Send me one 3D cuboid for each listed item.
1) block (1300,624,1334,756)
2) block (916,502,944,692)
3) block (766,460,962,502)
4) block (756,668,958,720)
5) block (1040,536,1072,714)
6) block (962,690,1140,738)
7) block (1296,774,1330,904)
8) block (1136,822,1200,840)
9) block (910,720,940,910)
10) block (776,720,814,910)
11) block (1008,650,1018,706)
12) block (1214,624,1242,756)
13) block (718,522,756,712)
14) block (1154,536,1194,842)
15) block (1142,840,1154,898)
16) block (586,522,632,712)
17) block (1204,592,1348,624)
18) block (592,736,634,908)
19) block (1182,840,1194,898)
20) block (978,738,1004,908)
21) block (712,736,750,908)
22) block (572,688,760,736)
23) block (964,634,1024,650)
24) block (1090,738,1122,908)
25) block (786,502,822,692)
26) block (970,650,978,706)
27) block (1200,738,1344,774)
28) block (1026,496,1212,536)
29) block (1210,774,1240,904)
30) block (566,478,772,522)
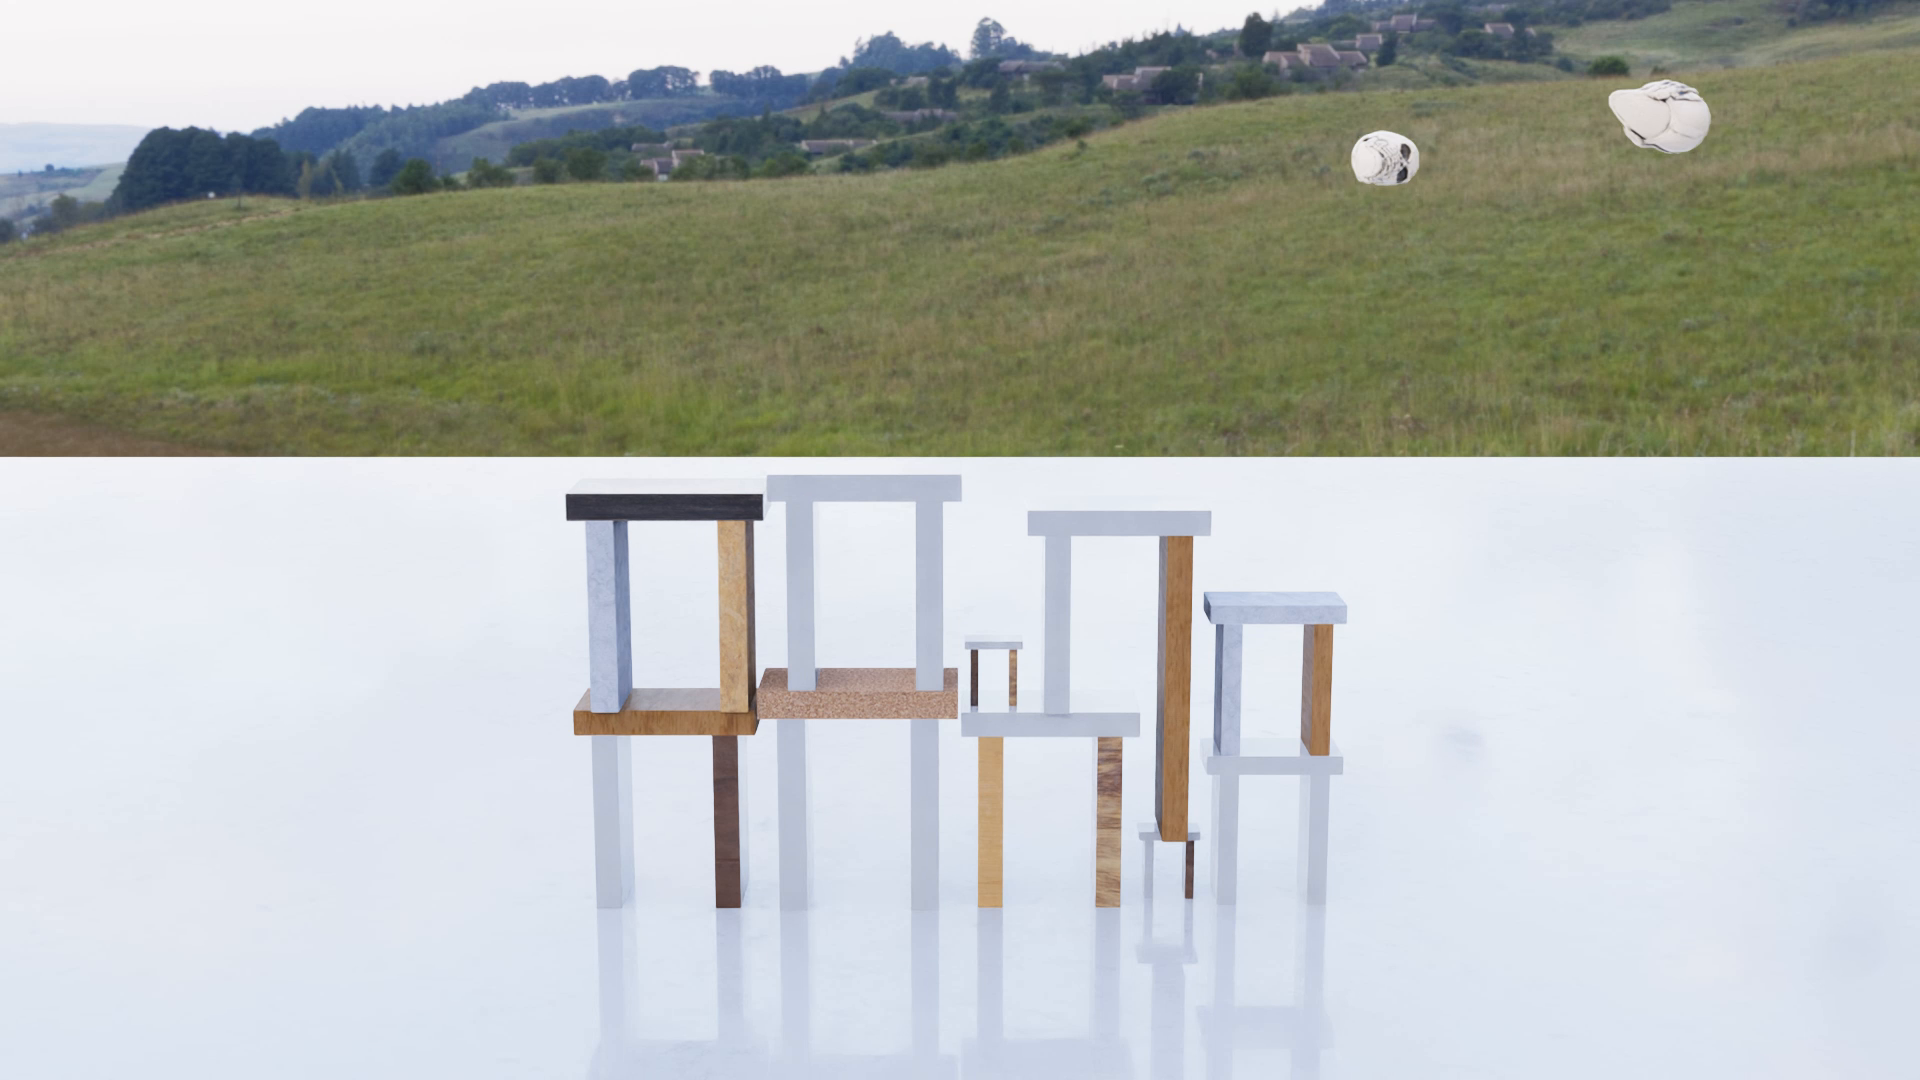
[{"bbox_3d":[0.585,0.233,3.608,0.031,0.219,0.109,0,11,0],"label":"block"},{"bbox_3d":[-0.049,0.077,3.574,0.044,0.308,0.154,0,11,0],"label":"block"},{"bbox_3d":[-0.151,-0.096,3.542,0.308,0.044,0.154,0,11,0],"label":"block"},{"bbox_3d":[-0.164,0.251,3.606,0.322,0.046,0.161,0,11,0],"label":"block"},{"bbox_3d":[0.156,0.123,3.579,0.041,0.291,0.145,0,11,0],"label":"block"},{"bbox_3d":[0.146,0.285,3.618,0.289,0.041,0.144,0,11,0],"label":"block"},{"bbox_3d":[0.586,0.481,3.651,0.031,0.221,0.111,0,11,0],"label":"block"},{"bbox_3d":[0.346,0.484,3.650,0.101,0.014,0.050,0,11,0],"label":"block"},{"bbox_3d":[-0.057,0.432,3.640,0.046,0.322,0.161,0,11,0],"label":"block"},{"bbox_3d":[-0.272,0.432,3.640,0.046,0.322,0.161,0,11,0],"label":"block"},{"bbox_3d":[0.086,0.220,3.598,0.013,0.095,0.047,0,11,0],"label":"block"},{"bbox_3d":[0.439,0.233,3.607,0.031,0.219,0.109,0,11,0],"label":"block"},{"bbox_3d":[-0.362,0.109,3.576,0.044,0.311,0.156,0,11,0],"label":"block"},{"bbox_3d":[0.349,0.229,3.598,0.041,0.505,0.145,0,11,0],"label":"block"},{"bbox_3d":[0.313,0.540,3.660,0.014,0.101,0.050,0,11,0],"label":"block"},{"bbox_3d":[-0.570,0.109,3.575,0.044,0.311,0.156,0,11,0],"label":"block"},{"bbox_3d":[0.512,0.110,3.585,0.219,0.031,0.109,0,11,0],"label":"block"},{"bbox_3d":[-0.574,0.446,3.645,0.041,0.292,0.146,0,11,0],"label":"block"},{"bbox_3d":[0.380,0.540,3.660,0.014,0.101,0.050,0,11,0],"label":"block"},{"bbox_3d":[0.050,0.447,3.648,0.041,0.289,0.144,0,11,0],"label":"block"},{"bbox_3d":[-0.379,0.446,3.645,0.041,0.293,0.146,0,11,0],"label":"block"},{"bbox_3d":[-0.477,0.282,3.615,0.293,0.041,0.146,0,11,0],"label":"block"},{"bbox_3d":[0.055,0.167,3.588,0.095,0.013,0.047,0,11,0],"label":"block"},{"bbox_3d":[0.243,0.447,3.648,0.041,0.289,0.144,0,11,0],"label":"block"},{"bbox_3d":[-0.254,0.077,3.574,0.044,0.308,0.154,0,11,0],"label":"block"},{"bbox_3d":[0.023,0.220,3.598,0.013,0.095,0.047,0,11,0],"label":"block"},{"bbox_3d":[0.512,0.357,3.628,0.221,0.031,0.111,0,11,0],"label":"block"},{"bbox_3d":[0.252,-0.040,3.549,0.291,0.041,0.145,0,11,0],"label":"block"},{"bbox_3d":[0.438,0.481,3.651,0.031,0.221,0.111,0,11,0],"label":"block"},{"bbox_3d":[-0.466,-0.066,3.544,0.311,0.044,0.156,0,11,0],"label":"block"}]
